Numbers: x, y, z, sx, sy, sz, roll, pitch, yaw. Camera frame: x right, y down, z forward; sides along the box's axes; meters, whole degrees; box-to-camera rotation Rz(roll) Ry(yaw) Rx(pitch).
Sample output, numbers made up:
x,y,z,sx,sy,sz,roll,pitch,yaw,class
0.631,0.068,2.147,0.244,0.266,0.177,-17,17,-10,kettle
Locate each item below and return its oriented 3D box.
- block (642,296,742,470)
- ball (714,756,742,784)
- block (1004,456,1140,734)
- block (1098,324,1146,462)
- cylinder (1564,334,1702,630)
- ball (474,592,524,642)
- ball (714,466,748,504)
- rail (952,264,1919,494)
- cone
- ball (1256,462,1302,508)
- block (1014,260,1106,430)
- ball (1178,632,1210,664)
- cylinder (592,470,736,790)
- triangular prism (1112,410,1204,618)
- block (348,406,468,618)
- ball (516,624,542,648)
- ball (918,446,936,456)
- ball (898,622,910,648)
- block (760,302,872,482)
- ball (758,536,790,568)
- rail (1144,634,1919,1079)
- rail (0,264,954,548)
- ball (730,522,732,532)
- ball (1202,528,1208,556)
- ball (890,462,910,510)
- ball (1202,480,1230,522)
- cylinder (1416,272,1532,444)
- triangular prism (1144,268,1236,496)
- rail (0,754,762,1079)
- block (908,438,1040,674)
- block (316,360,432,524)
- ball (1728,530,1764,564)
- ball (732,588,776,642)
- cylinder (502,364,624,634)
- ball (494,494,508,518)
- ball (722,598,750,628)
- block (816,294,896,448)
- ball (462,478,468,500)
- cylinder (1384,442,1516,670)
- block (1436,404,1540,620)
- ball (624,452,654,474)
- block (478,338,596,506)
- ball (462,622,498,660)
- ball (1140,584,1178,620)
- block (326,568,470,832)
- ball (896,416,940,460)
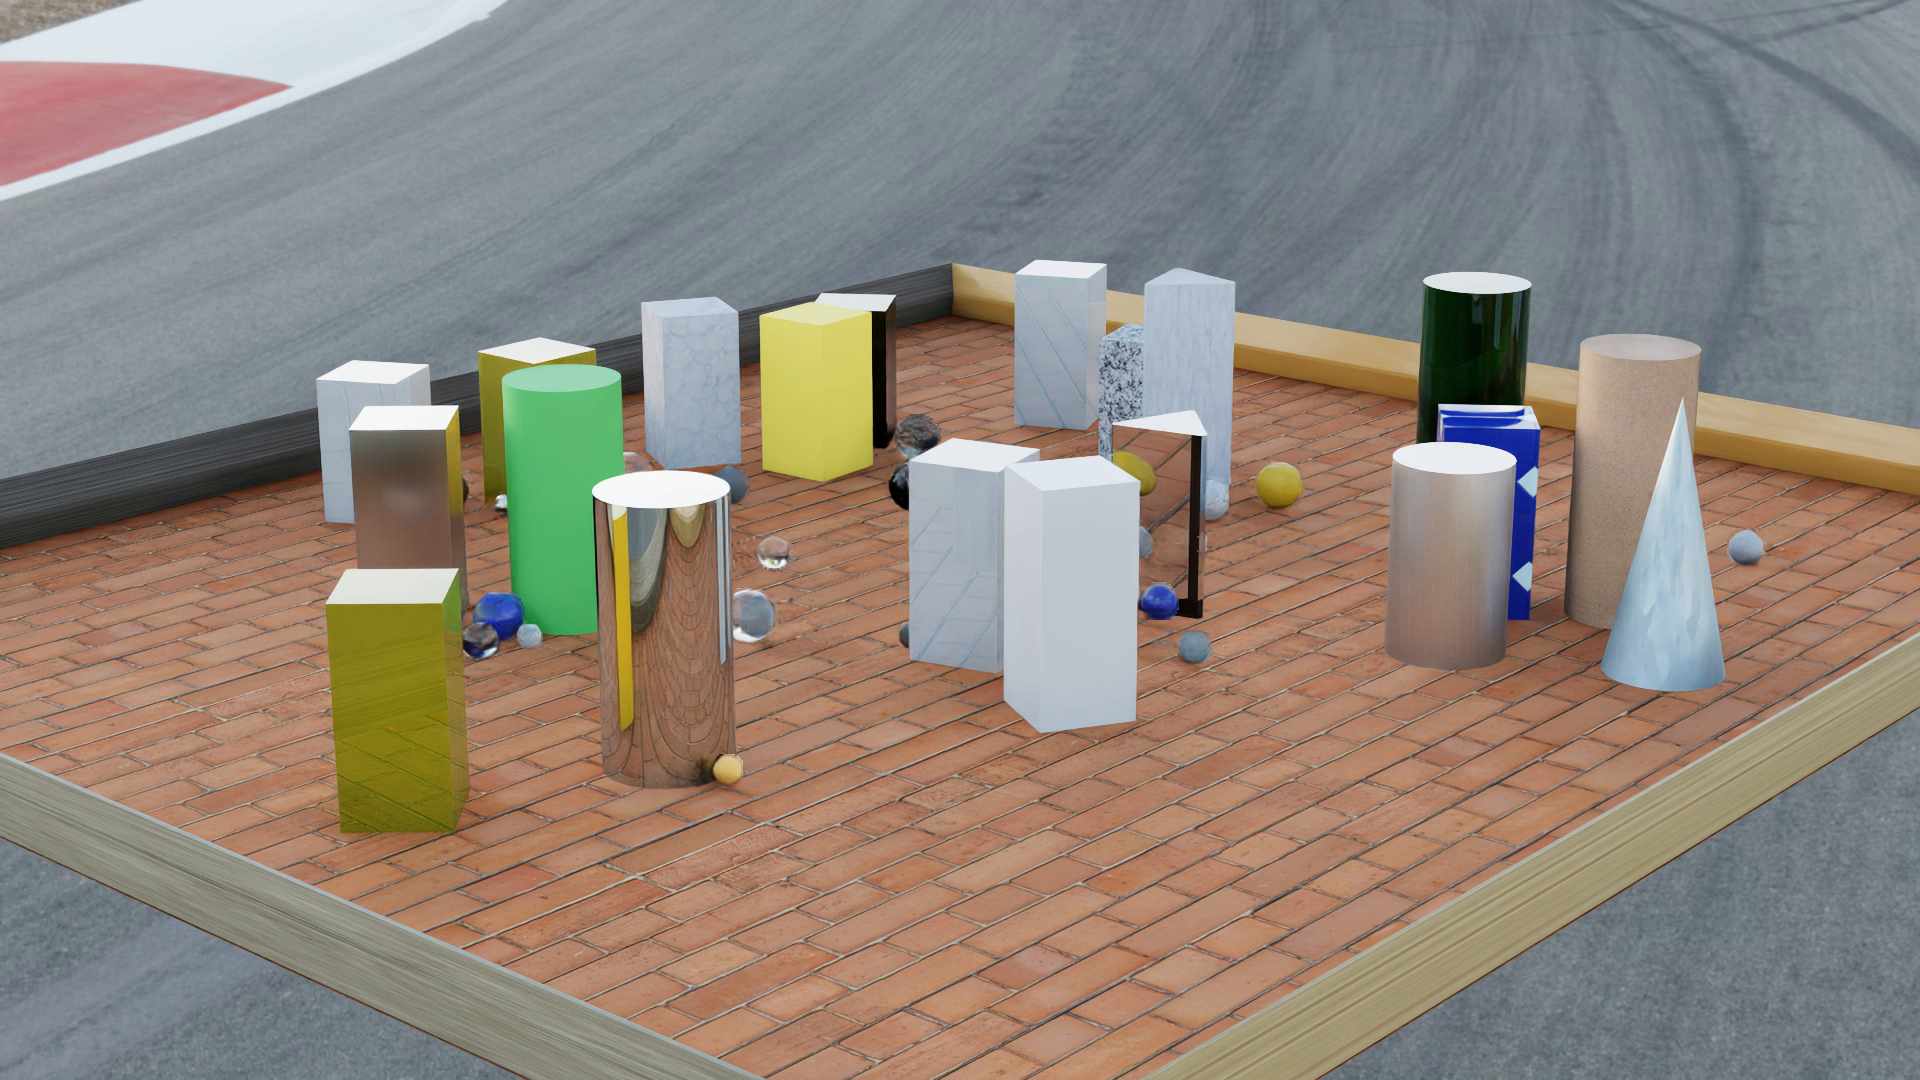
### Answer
x,y,z,sx,sy,sz,roll,pitch,yaw,class
-0.547,-0.321,5.974,0.158,0.313,0.158,-6,18,-20,block
-0.338,0.335,4.268,0.042,0.042,0.042,0,17,0,ball
0.170,0.082,4.516,0.158,0.384,0.158,-6,18,-19,block
0.385,-0.288,5.952,0.158,0.264,0.158,7,18,22,block
1.138,-0.099,4.971,0.198,0.468,0.198,0,17,0,cylinder
-0.769,0.128,4.885,0.084,0.084,0.084,0,17,0,ball
-0.445,-0.105,5.677,0.073,0.073,0.073,0,17,0,ball
1.107,-0.335,6.340,3.027,0.129,0.045,14,22,39,rail
1.139,-0.007,4.685,0.198,0.457,0.198,0,17,0,cone
0.615,-0.106,5.648,0.090,0.090,0.090,0,17,0,ball
0.215,-0.419,6.276,0.158,0.327,0.158,5,18,17,block
0.382,0.175,4.782,0.052,0.052,0.052,0,17,0,ball
-0.431,0.130,4.287,0.198,0.424,0.198,0,17,0,cylinder
0.369,-0.051,5.061,0.171,0.323,0.148,9,19,26,triangular prism
-0.929,-0.035,4.956,0.158,0.354,0.158,0,17,-2,block
-0.713,0.158,4.855,0.042,0.042,0.042,0,17,0,ball
-0.047,-0.133,5.725,0.098,0.098,0.098,0,17,0,ball
-0.080,0.159,4.850,0.044,0.044,0.044,0,17,0,ball
-0.288,-0.299,5.896,0.158,0.318,0.158,12,21,35,block
-0.335,0.023,5.276,0.058,0.058,0.058,0,17,0,ball
1.125,0.314,4.185,0.045,0.129,3.423,14,22,39,rail
-1.125,-0.250,6.055,0.045,0.129,3.423,14,22,39,rail
-0.452,-0.019,5.406,0.064,0.064,0.064,0,17,0,ball
0.412,0.004,5.310,0.075,0.075,0.075,0,17,0,ball
-0.089,-0.104,5.632,0.095,0.095,0.095,0,17,0,ball
0.472,-0.075,5.567,0.079,0.079,0.079,0,17,0,ball
0.958,-0.255,5.495,0.198,0.463,0.198,0,17,0,cylinder
0.431,-0.302,5.704,0.171,0.433,0.148,-2,17,-5,triangular prism
-1.107,0.400,3.900,3.027,0.129,0.045,14,22,39,rail
0.024,0.024,4.790,0.158,0.337,0.158,8,19,25,block
-1.110,-0.185,5.584,0.158,0.278,0.158,4,17,13,block
1.421,0.014,5.301,0.062,0.062,0.062,0,17,0,ball
-0.352,0.126,4.879,0.090,0.090,0.090,0,17,0,ball
-0.665,-0.070,4.958,0.198,0.420,0.198,0,17,0,cylinder
-0.867,-0.065,5.591,0.045,0.045,0.045,0,17,0,ball
-0.378,0.124,4.954,0.050,0.050,0.050,0,17,0,ball
-0.222,-0.355,6.129,0.158,0.290,0.158,2,17,6,block
-0.983,-0.097,5.657,0.068,0.068,0.068,0,17,0,ball
0.802,0.025,4.800,0.198,0.330,0.198,0,17,0,cylinder
0.899,-0.049,5.033,0.158,0.336,0.158,1,17,5,block
-0.642,-0.121,5.684,0.099,0.099,0.099,0,17,0,ball
-0.809,-0.218,5.652,0.158,0.302,0.158,14,21,38,block
-0.786,0.165,4.802,0.061,0.061,0.061,0,17,0,ball
0.339,0.106,4.995,0.062,0.062,0.062,0,17,0,ball
-0.788,0.225,4.124,0.158,0.336,0.158,0,17,-1,block
-0.087,-0.208,5.989,0.089,0.089,0.089,0,17,0,ball
